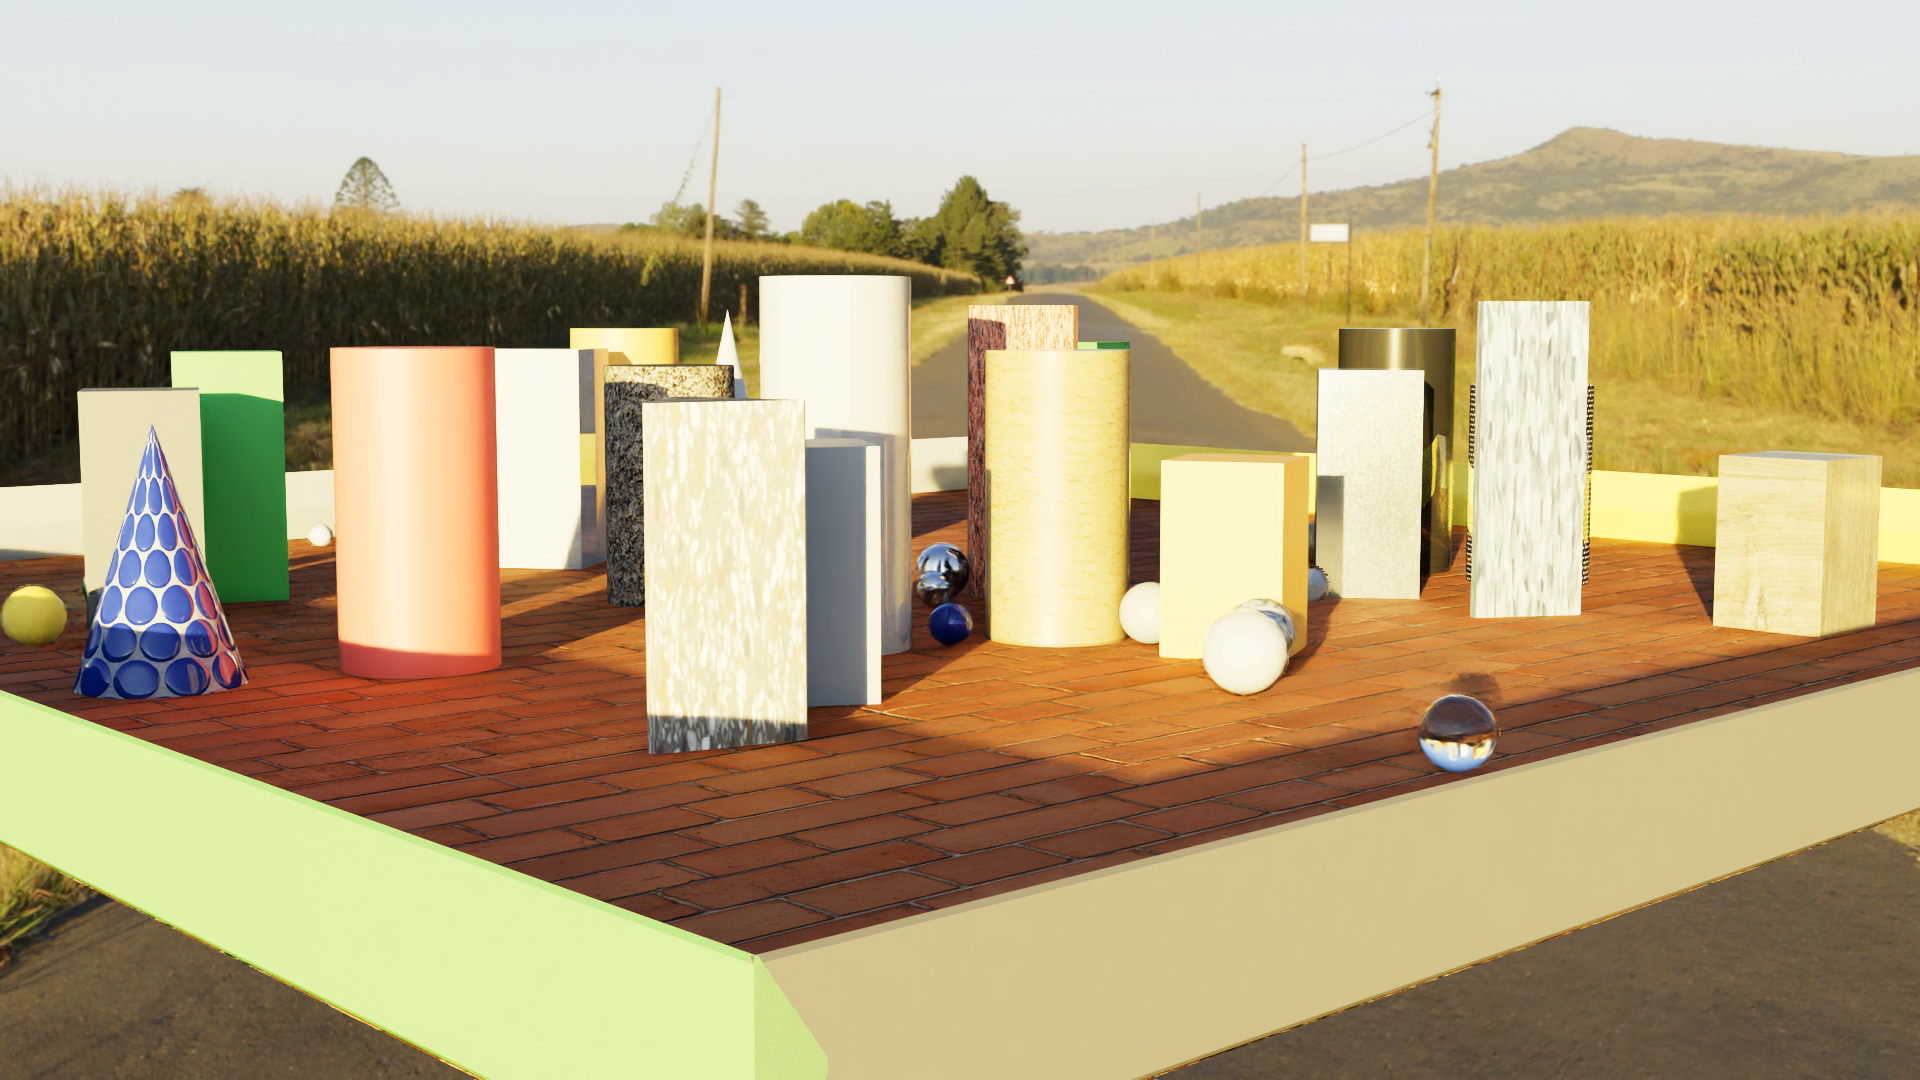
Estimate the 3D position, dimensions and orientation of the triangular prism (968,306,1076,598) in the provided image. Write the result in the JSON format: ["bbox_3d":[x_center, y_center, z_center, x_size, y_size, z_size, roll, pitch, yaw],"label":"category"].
[{"bbox_3d":[0.115,-0.141,3.460,0.172,0.452,0.149,2,6,16],"label":"triangular prism"}]

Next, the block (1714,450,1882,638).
[{"bbox_3d":[1.181,0.002,3.103,0.159,0.242,0.159,-5,8,-41],"label":"block"}]

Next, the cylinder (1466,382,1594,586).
[{"bbox_3d":[0.939,-0.095,3.625,0.198,0.326,0.198,0,6,0],"label":"cylinder"}]

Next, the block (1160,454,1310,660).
[{"bbox_3d":[0.360,0.020,2.872,0.159,0.254,0.159,2,6,20],"label":"block"}]

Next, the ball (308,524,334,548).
[{"bbox_3d":[-1.207,-0.008,4.153,0.044,0.044,0.044,0,6,0],"label":"ball"}]

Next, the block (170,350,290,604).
[{"bbox_3d":[-1.136,-0.102,3.422,0.159,0.382,0.159,-2,6,-20],"label":"block"}]

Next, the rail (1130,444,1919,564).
[{"bbox_3d":[1.166,-0.078,4.402,0.045,0.129,3.194,-5,8,-42],"label":"rail"}]

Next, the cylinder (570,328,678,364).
[{"bbox_3d":[-0.622,-0.187,4.096,0.198,0.412,0.198,0,6,0],"label":"cylinder"}]

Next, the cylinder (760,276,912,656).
[{"bbox_3d":[-0.163,-0.101,2.900,0.198,0.488,0.198,0,6,0],"label":"cylinder"}]

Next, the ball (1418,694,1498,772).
[{"bbox_3d":[0.482,0.187,2.128,0.075,0.075,0.075,0,6,0],"label":"ball"}]

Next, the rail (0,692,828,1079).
[{"bbox_3d":[-1.166,0.145,2.262,0.045,0.129,3.194,-5,8,-42],"label":"rail"}]

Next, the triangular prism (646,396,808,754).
[{"bbox_3d":[-0.269,0.029,2.303,0.172,0.353,0.149,-3,7,-27],"label":"triangular prism"}]

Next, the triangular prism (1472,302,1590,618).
[{"bbox_3d":[0.815,-0.124,3.267,0.172,0.458,0.149,-1,6,-12],"label":"triangular prism"}]

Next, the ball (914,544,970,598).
[{"bbox_3d":[-0.027,0.048,3.412,0.085,0.085,0.085,0,6,0],"label":"ball"}]

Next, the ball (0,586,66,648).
[{"bbox_3d":[-1.229,0.102,2.918,0.081,0.081,0.081,0,6,0],"label":"ball"}]

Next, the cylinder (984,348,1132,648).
[{"bbox_3d":[0.133,-0.063,3.000,0.198,0.392,0.198,0,6,0],"label":"cylinder"}]

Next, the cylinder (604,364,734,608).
[{"bbox_3d":[-0.444,-0.087,3.376,0.198,0.362,0.198,0,6,0],"label":"cylinder"}]

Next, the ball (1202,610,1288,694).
[{"bbox_3d":[0.331,0.130,2.559,0.099,0.099,0.099,0,6,0],"label":"ball"}]

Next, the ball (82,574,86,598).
[{"bbox_3d":[-1.262,0.069,3.262,0.076,0.076,0.076,0,6,0],"label":"ball"}]

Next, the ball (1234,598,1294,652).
[{"bbox_3d":[0.373,0.117,2.745,0.088,0.088,0.088,0,6,0],"label":"ball"}]

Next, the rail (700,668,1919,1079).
[{"bbox_3d":[1.067,0.153,2.182,3.221,0.129,0.045,-5,8,-42],"label":"rail"}]

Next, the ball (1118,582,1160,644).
[{"bbox_3d":[0.255,0.098,2.945,0.083,0.083,0.083,0,6,0],"label":"ball"}]

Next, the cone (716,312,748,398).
[{"bbox_3d":[-0.390,-0.165,3.717,0.198,0.446,0.198,0,6,0],"label":"cone"}]

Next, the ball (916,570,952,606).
[{"bbox_3d":[-0.038,0.074,3.315,0.054,0.054,0.054,0,6,0],"label":"ball"}]

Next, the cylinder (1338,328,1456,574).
[{"bbox_3d":[0.751,-0.157,3.797,0.198,0.414,0.198,0,6,0],"label":"cylinder"}]

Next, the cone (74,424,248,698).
[{"bbox_3d":[-0.954,0.017,2.613,0.198,0.313,0.198,0,6,0],"label":"cone"}]

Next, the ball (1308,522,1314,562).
[{"bbox_3d":[0.623,0.005,3.895,0.072,0.072,0.072,0,6,0],"label":"ball"}]

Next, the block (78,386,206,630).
[{"bbox_3d":[-1.170,-0.050,3.157,0.159,0.333,0.159,-2,6,-19],"label":"block"}]

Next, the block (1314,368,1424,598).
[{"bbox_3d":[0.644,-0.093,3.480,0.159,0.353,0.159,1,6,8],"label":"block"}]

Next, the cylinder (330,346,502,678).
[{"bbox_3d":[-0.678,-0.040,2.748,0.198,0.399,0.198,0,6,0],"label":"cylinder"}]

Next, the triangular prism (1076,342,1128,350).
[{"bbox_3d":[0.269,-0.195,4.302,0.149,0.384,0.172,-4,7,-33],"label":"triangular prism"}]

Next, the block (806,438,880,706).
[{"bbox_3d":[-0.184,0.034,2.545,0.159,0.293,0.159,-1,6,-11],"label":"block"}]

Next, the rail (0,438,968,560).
[{"bbox_3d":[-1.067,-0.086,4.482,3.221,0.129,0.045,-5,8,-42],"label":"rail"}]

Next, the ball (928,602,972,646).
[{"bbox_3d":[-0.013,0.111,2.934,0.058,0.058,0.058,0,6,0],"label":"ball"}]

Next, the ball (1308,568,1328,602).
[{"bbox_3d":[0.538,0.070,3.369,0.052,0.052,0.052,0,6,0],"label":"ball"}]

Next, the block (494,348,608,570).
[{"bbox_3d":[-0.718,-0.147,3.872,0.159,0.379,0.159,1,6,10],"label":"block"}]
